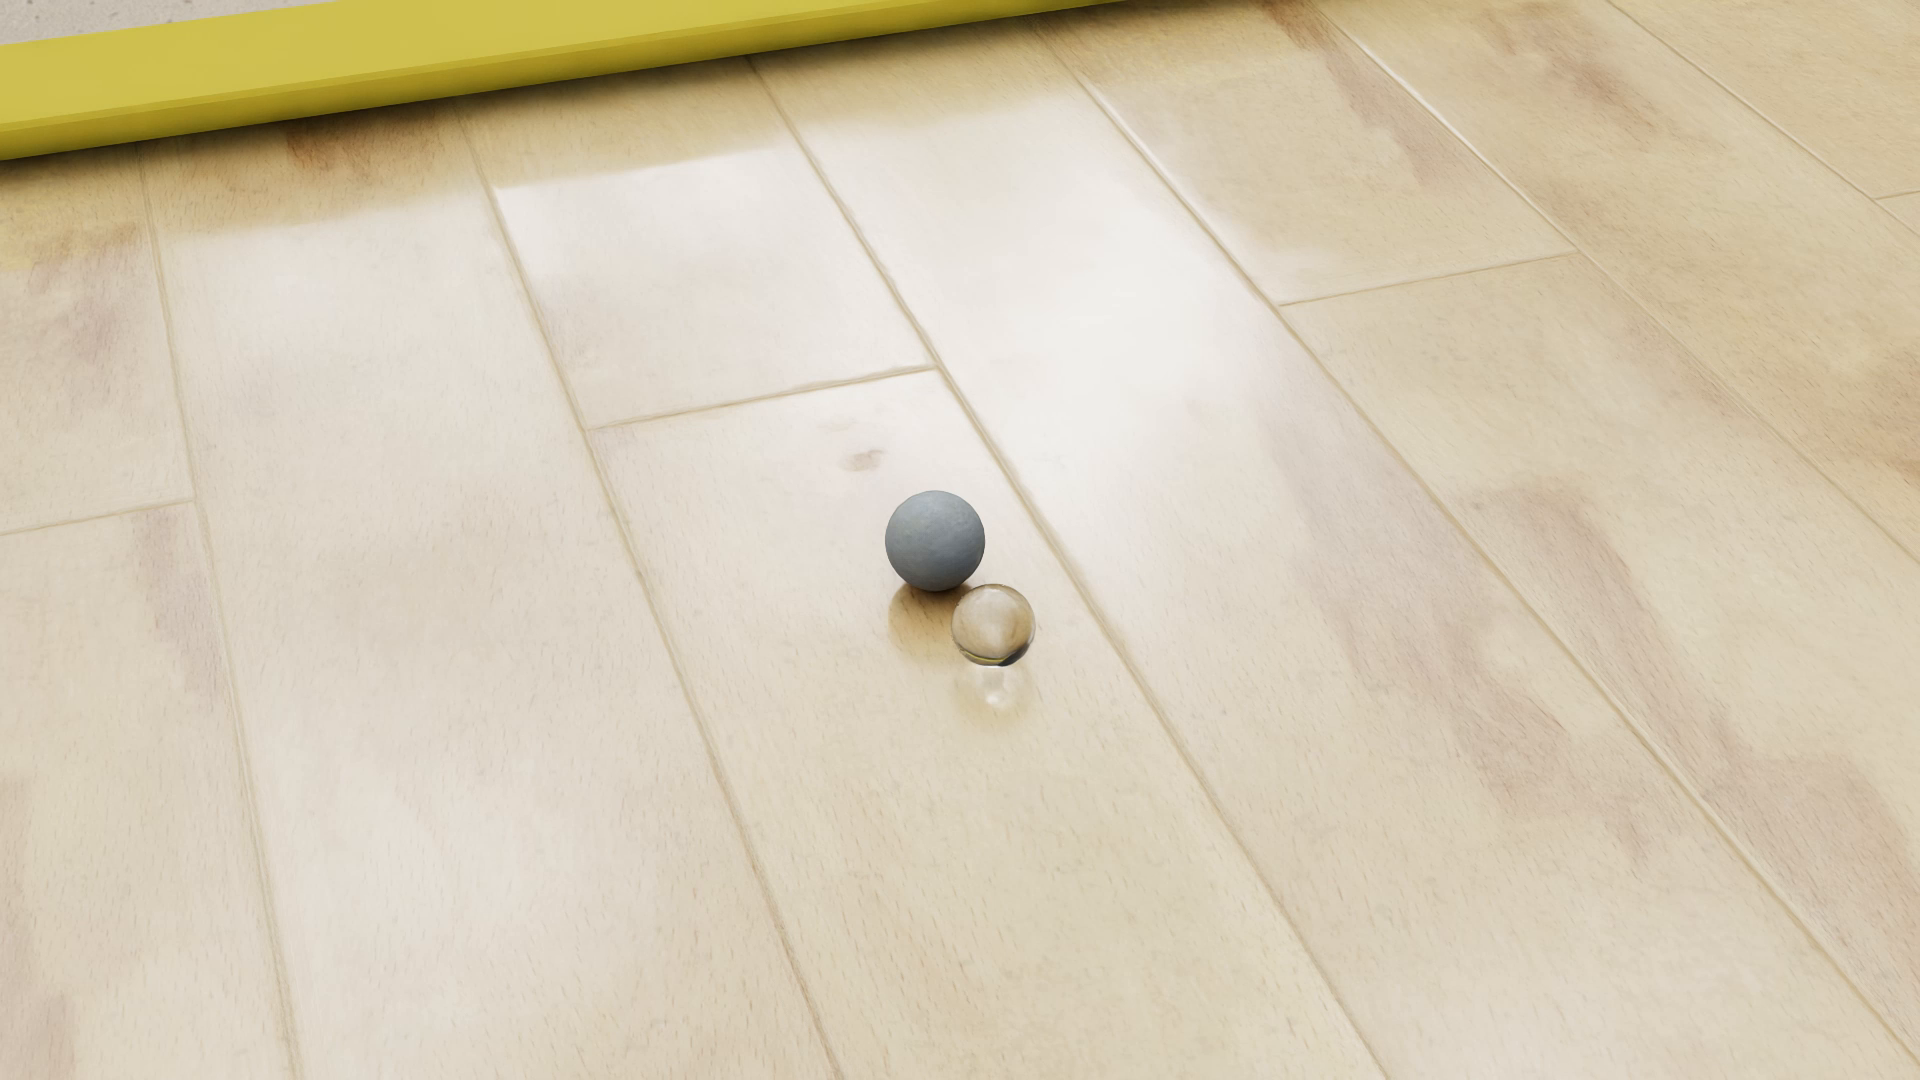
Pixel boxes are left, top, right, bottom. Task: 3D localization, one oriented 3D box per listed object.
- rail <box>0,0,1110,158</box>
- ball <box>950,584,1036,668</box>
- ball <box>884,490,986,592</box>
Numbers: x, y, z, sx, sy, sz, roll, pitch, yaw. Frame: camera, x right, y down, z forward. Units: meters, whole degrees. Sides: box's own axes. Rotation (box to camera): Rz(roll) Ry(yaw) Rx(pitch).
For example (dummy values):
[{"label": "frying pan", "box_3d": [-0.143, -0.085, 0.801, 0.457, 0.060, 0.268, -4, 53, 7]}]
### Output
[{"label": "rail", "box_3d": [0.415, -0.555, 2.292, 2.754, 0.094, 0.045, -11, 37, -15]}, {"label": "ball", "box_3d": [0.019, 0.050, 1.491, 0.050, 0.050, 0.050, 0, 36, 0]}, {"label": "ball", "box_3d": [-0.015, 0.000, 1.549, 0.061, 0.061, 0.061, 0, 36, 0]}]
